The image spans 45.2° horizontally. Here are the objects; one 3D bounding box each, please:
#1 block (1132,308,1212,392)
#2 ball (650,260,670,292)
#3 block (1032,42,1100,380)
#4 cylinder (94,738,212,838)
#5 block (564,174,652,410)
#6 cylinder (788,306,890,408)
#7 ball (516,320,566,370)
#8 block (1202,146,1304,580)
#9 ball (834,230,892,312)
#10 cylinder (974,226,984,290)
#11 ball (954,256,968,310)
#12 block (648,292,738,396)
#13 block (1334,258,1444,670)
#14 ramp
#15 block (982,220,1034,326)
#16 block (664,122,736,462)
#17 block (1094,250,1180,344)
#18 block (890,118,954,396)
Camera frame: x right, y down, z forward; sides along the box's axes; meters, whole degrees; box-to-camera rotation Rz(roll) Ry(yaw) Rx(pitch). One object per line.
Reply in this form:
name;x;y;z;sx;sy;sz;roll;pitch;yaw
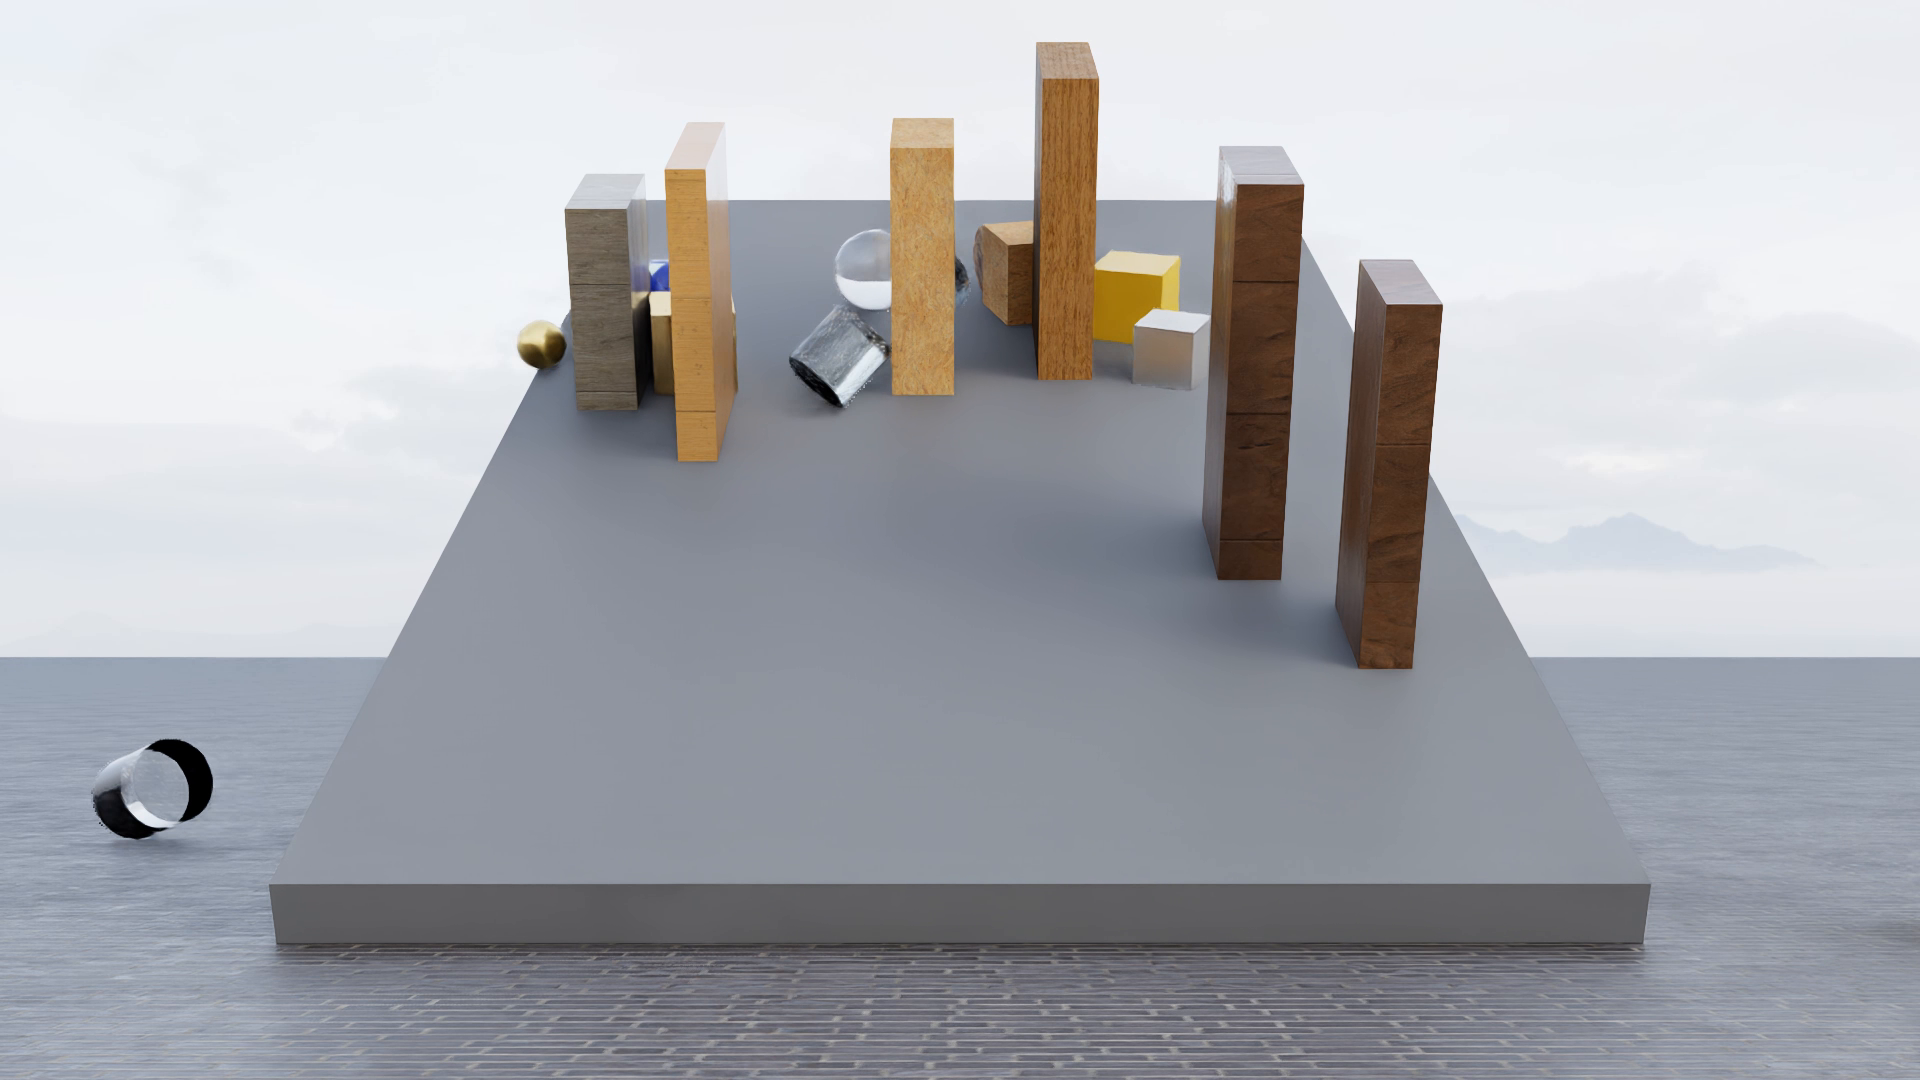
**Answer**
block;0.499;-0.447;5.420;0.146;0.146;0.146;9;24;21
ball;-0.722;-0.576;5.587;0.206;0.206;0.206;0;-3;0
block;0.248;-0.793;5.515;0.127;0.711;0.447;0;23;0
cylinder;-1.820;0.562;5.200;0.190;0.190;0.190;-22;-16;41
block;-0.801;-0.574;5.299;0.137;0.468;0.328;0;23;0
cylinder;-0.274;-0.417;5.232;0.164;0.164;0.164;40;-11;10
ball;-0.998;-0.466;5.496;0.117;0.117;0.117;0;-3;0
block;0.547;-0.333;4.346;0.119;0.761;0.300;0;23;0
ball;-0.220;-0.693;5.929;0.207;0.207;0.207;0;-3;0
cylinder;0.147;-0.748;6.101;0.177;0.177;0.177;-7;-1;-16
ball;-0.062;-0.649;5.818;0.168;0.168;0.168;0;-3;0
block;-0.625;-0.464;5.395;0.192;0.192;0.192;-3;23;-8
block;0.738;-0.132;3.996;0.092;0.657;0.271;0;23;0
ramp;-0.007;-0.224;5.200;2.000;0.100;4.000;0;23;0
block;0.190;-0.690;5.920;0.210;0.210;0.210;-7;23;-16
block;-0.562;-0.547;5.018;0.084;0.635;0.444;0;23;0
block;0.436;-0.604;5.752;0.181;0.181;0.181;8;24;17
block;-0.086;-0.663;5.372;0.143;0.579;0.311;0;23;0
